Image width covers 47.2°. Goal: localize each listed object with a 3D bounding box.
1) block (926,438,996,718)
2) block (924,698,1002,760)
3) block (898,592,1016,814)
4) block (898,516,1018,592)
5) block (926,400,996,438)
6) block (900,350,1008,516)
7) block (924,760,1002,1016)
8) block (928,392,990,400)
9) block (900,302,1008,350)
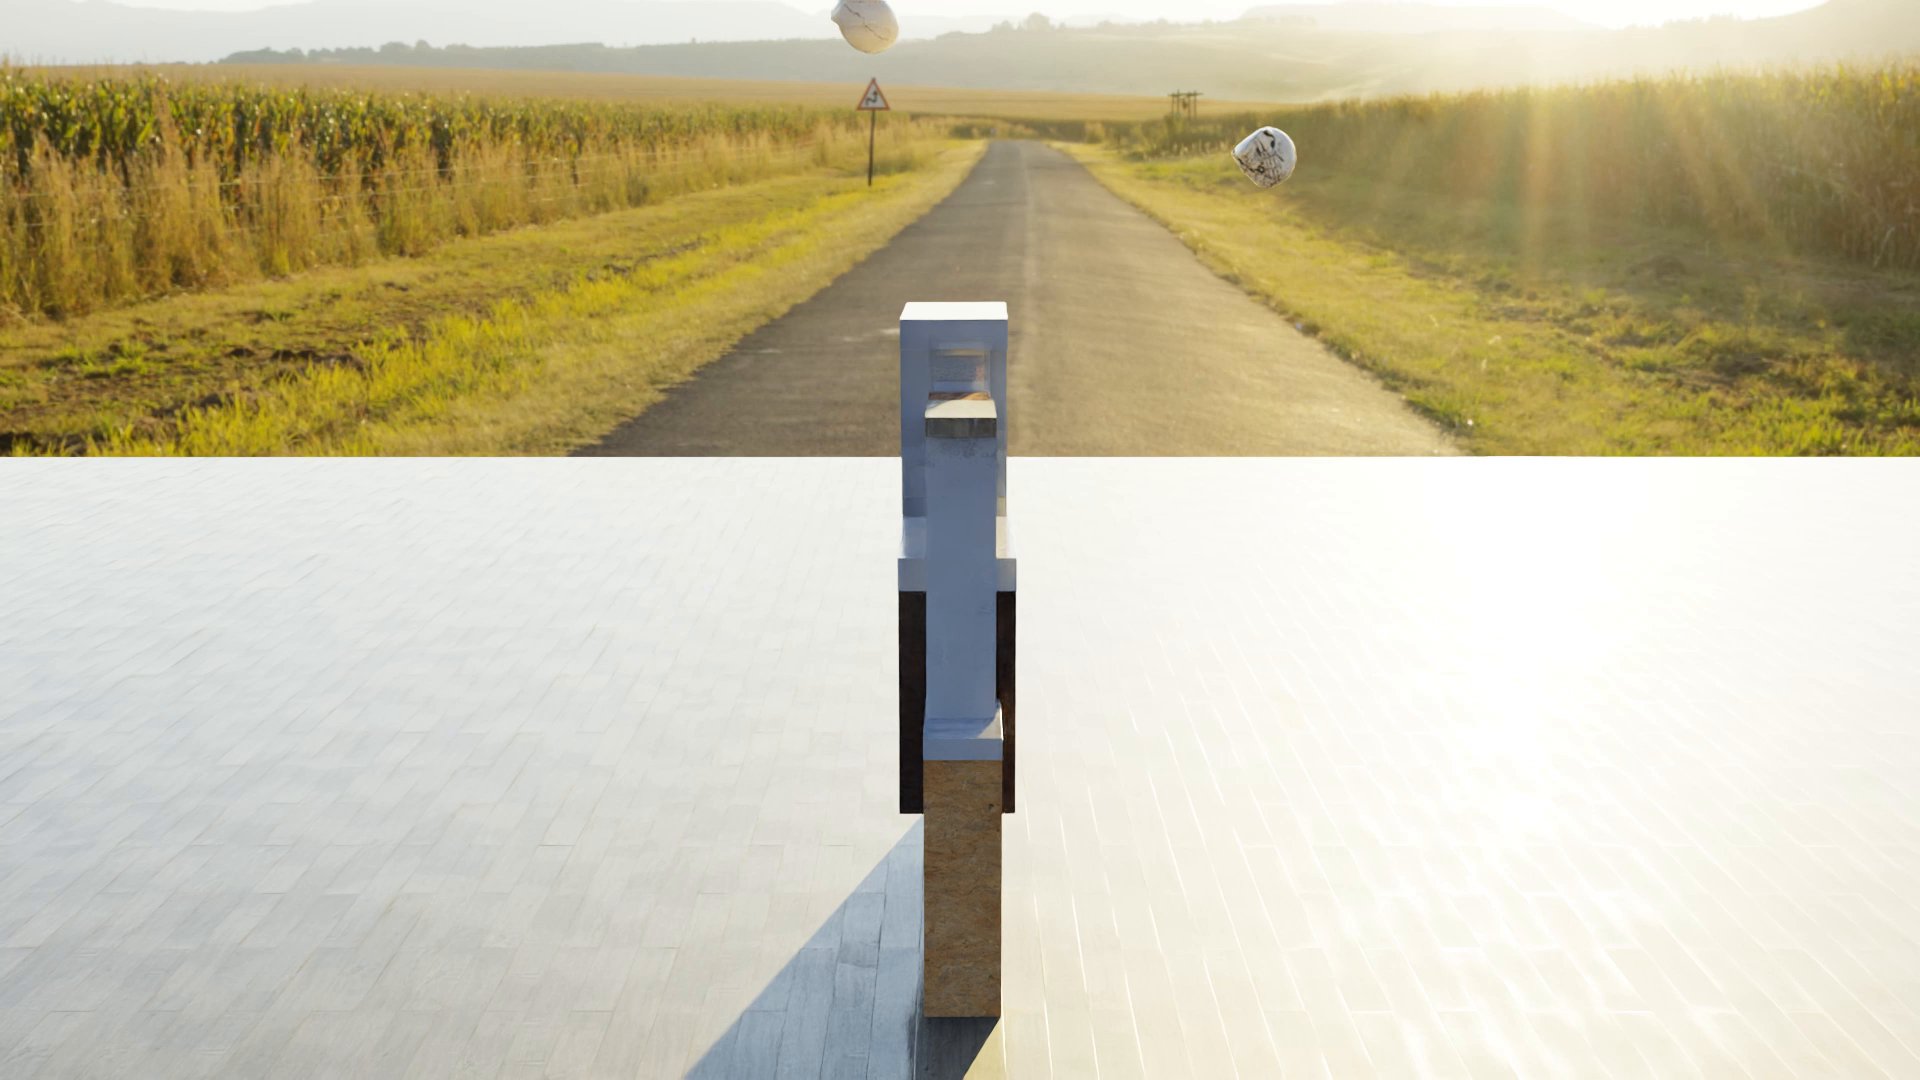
[{"bbox_3d":[0.002,0.052,3.143,0.099,0.411,0.028,0,10,0],"label":"block"},{"bbox_3d":[0.004,0.272,3.173,0.111,0.031,0.221,0,10,0],"label":"block"},{"bbox_3d":[-0.004,0.239,3.346,0.177,0.354,0.050,0,11,0],"label":"block"},{"bbox_3d":[-0.005,0.019,3.425,0.177,0.050,0.354,0,11,0],"label":"block"},{"bbox_3d":[0.001,-0.175,3.169,0.099,0.028,0.199,0,11,0],"label":"block"},{"bbox_3d":[-0.009,-0.149,3.696,0.176,0.353,0.050,0,11,0],"label":"block"},{"bbox_3d":[0.004,0.491,3.139,0.111,0.388,0.031,0,11,0],"label":"block"},{"bbox_3d":[-0.001,-0.202,3.366,0.095,0.027,0.190,0,11,0],"label":"block"},{"bbox_3d":[-0.008,-0.369,3.774,0.176,0.050,0.353,0,11,1],"label":"block"}]
